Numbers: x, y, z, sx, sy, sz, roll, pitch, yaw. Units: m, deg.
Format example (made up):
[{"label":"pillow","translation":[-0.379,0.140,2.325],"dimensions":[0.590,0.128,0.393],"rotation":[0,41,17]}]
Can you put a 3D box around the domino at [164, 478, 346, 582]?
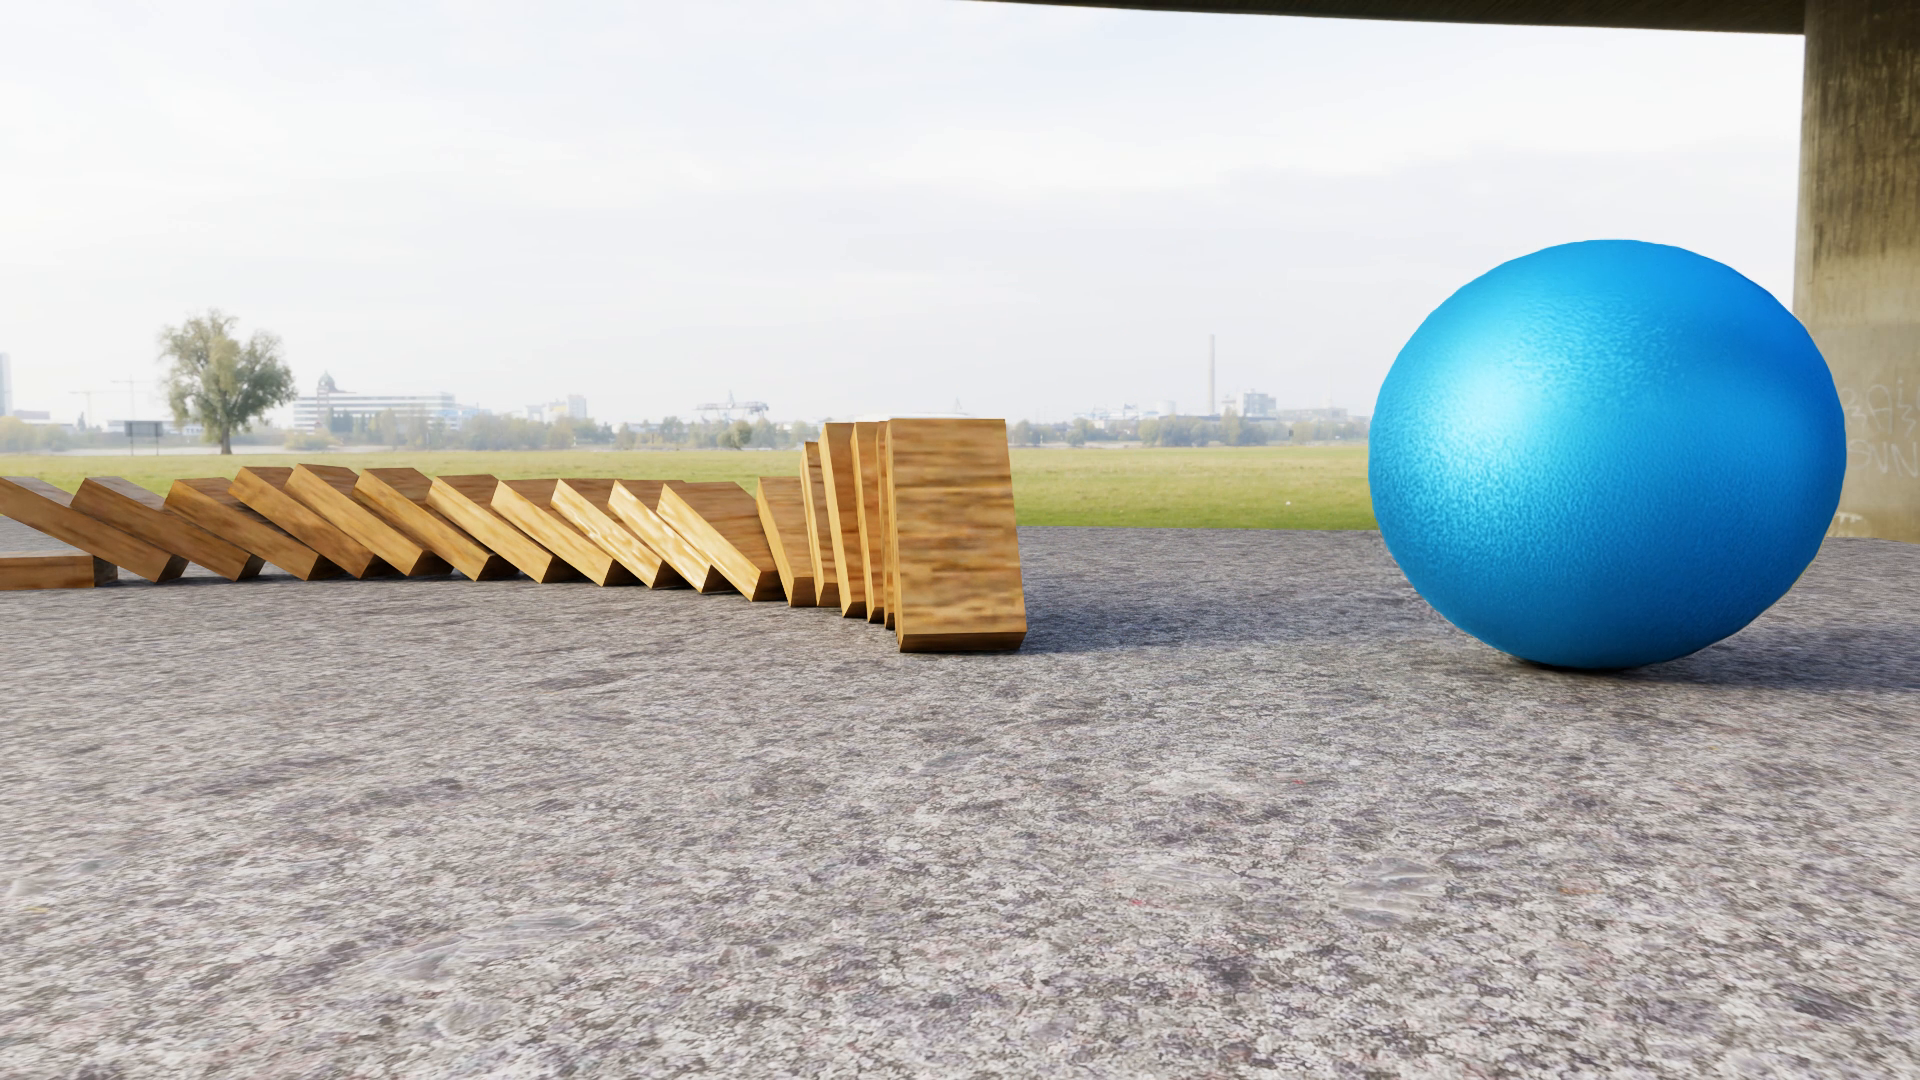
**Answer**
[{"label":"domino","translation":[-0.222,-0.004,0.410],"dimensions":[0.050,0.010,0.025],"rotation":[28,5,0]}]

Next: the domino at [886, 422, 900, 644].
[{"label":"domino","translation":[-0.002,-0.003,0.282],"dimensions":[0.025,0.050,0.009],"rotation":[-1,-26,-8]}]

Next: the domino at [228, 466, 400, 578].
[{"label":"domino","translation":[-0.204,-0.006,0.411],"dimensions":[0.050,0.010,0.025],"rotation":[33,5,2]}]

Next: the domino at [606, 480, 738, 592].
[{"label":"domino","translation":[-0.080,-0.002,0.383],"dimensions":[0.050,0.010,0.025],"rotation":[36,24,33]}]

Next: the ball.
[{"label":"ball","translation":[0.118,-0.016,0.242],"dimensions":[0.080,0.080,0.080],"rotation":[0,4,0]}]

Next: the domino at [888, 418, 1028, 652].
[{"label":"domino","translation":[-0.001,-0.002,0.272],"dimensions":[0.025,0.050,0.009],"rotation":[-1,-26,-8]}]

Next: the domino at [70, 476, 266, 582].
[{"label":"domino","translation":[-0.245,-0.004,0.401],"dimensions":[0.050,0.009,0.025],"rotation":[28,-3,-14]}]

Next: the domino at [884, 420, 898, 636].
[{"label":"domino","translation":[-0.003,-0.003,0.293],"dimensions":[0.025,0.050,0.010],"rotation":[-1,-26,-8]}]

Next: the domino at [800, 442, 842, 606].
[{"label":"domino","translation":[-0.027,-0.005,0.341],"dimensions":[0.025,0.009,0.050],"rotation":[2,48,-18]}]

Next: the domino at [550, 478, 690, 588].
[{"label":"domino","translation":[-0.100,-0.003,0.394],"dimensions":[0.050,0.009,0.025],"rotation":[34,20,27]}]

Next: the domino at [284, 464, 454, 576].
[{"label":"domino","translation":[-0.187,-0.006,0.411],"dimensions":[0.050,0.010,0.025],"rotation":[33,5,7]}]

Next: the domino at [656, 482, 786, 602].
[{"label":"domino","translation":[-0.062,-0.001,0.368],"dimensions":[0.025,0.009,0.050],"rotation":[-5,33,-47]}]

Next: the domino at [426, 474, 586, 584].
[{"label":"domino","translation":[-0.142,-0.004,0.408],"dimensions":[0.050,0.009,0.025],"rotation":[32,14,16]}]

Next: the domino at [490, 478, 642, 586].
[{"label":"domino","translation":[-0.119,-0.003,0.401],"dimensions":[0.050,0.009,0.025],"rotation":[31,17,21]}]

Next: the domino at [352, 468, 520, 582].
[{"label":"domino","translation":[-0.166,-0.006,0.411],"dimensions":[0.050,0.009,0.025],"rotation":[33,9,7]}]

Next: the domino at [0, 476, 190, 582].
[{"label":"domino","translation":[-0.264,-0.003,0.392],"dimensions":[0.050,0.010,0.025],"rotation":[29,-6,-16]}]

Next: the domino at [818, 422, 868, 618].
[{"label":"domino","translation":[-0.020,-0.006,0.325],"dimensions":[0.025,0.050,0.009],"rotation":[-2,-26,-19]}]

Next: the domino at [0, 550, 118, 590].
[{"label":"domino","translation":[-0.285,0.009,0.384],"dimensions":[0.050,0.009,0.025],"rotation":[-2,5,-19]}]

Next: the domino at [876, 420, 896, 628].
[{"label":"domino","translation":[-0.006,-0.004,0.304],"dimensions":[0.025,0.050,0.009],"rotation":[-1,-26,-8]}]

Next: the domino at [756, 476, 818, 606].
[{"label":"domino","translation":[-0.039,-0.001,0.355],"dimensions":[0.025,0.009,0.050],"rotation":[-1,34,-21]}]

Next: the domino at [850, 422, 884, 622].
[{"label":"domino","translation":[-0.012,-0.005,0.315],"dimensions":[0.025,0.050,0.009],"rotation":[-1,-26,-14]}]
